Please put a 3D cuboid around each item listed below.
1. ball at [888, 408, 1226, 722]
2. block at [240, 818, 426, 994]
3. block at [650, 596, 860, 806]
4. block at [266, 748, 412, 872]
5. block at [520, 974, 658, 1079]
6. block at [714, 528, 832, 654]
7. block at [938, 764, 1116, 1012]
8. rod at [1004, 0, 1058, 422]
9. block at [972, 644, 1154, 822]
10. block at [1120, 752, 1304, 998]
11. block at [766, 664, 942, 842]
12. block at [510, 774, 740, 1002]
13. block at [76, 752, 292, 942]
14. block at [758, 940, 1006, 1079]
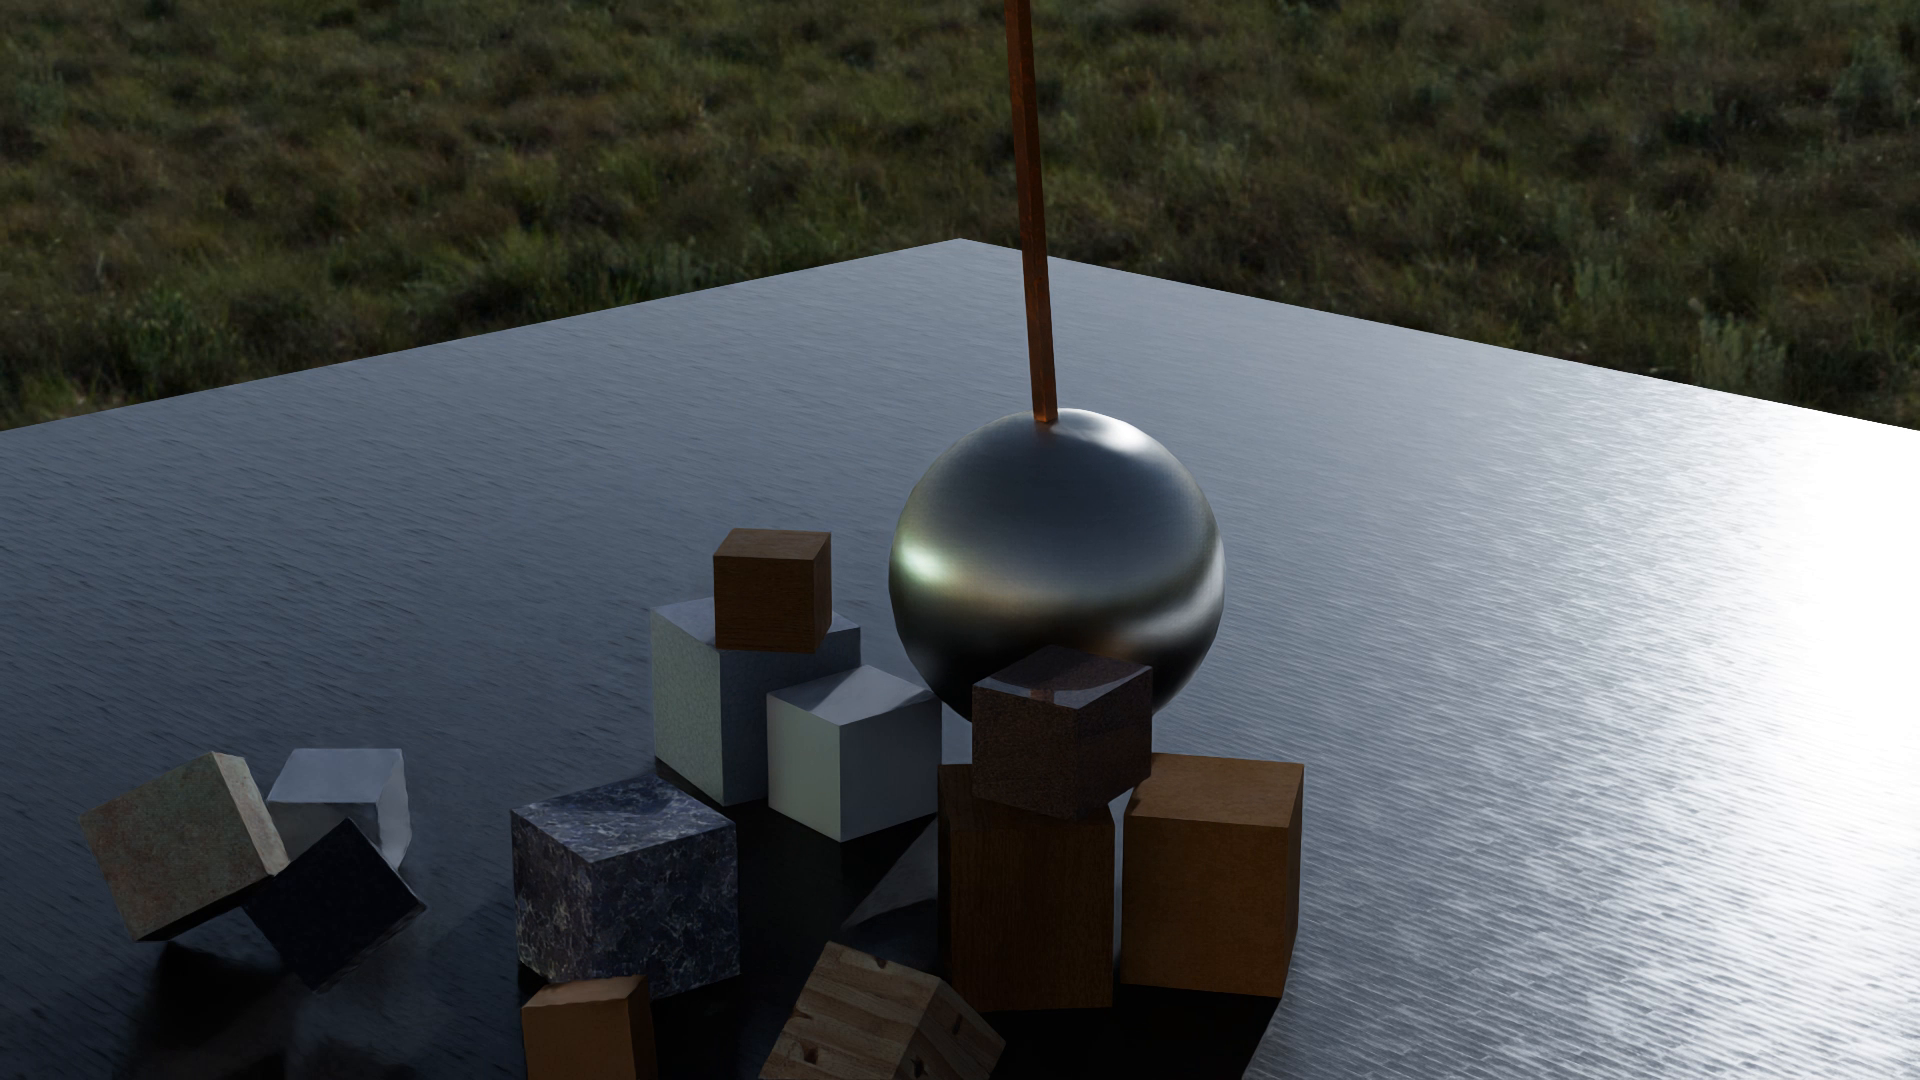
[{"bbox_3d":[0.459,0.176,13.878,1.600,1.600,1.600,0,17,0],"label":"ball"},{"bbox_3d":[-2.542,1.492,11.932,0.545,0.453,0.438,-40,-3,-11],"label":"block"},{"bbox_3d":[-1.018,0.759,14.615,0.766,0.789,0.788,-10,20,-29],"label":"block"},{"bbox_3d":[-2.829,1.278,13.382,0.505,0.470,0.485,0,25,4],"label":"block"},{"bbox_3d":[-1.411,1.938,11.222,0.405,0.430,0.445,-6,3,4],"label":"block"},{"bbox_3d":[-0.900,0.242,14.161,0.484,0.470,0.448,2,18,8],"label":"block"},{"bbox_3d":[0.268,1.451,12.366,0.670,0.817,0.717,-1,18,-5],"label":"block"},{"bbox_3d":[0.199,-2.971,12.616,0.080,5.200,0.080,17,30,42],"label":"rod"},{"bbox_3d":[0.430,0.799,12.256,0.511,0.492,0.602,11,21,32],"label":"block"},{"bbox_3d":[1.084,1.420,12.543,0.683,0.769,0.721,4,18,11],"label":"block"},{"bbox_3d":[-0.508,1.020,14.118,0.619,0.588,0.572,-14,22,-38],"label":"block"},{"bbox_3d":[-1.419,1.493,12.434,0.693,0.696,0.694,-12,21,-34],"label":"block"},{"bbox_3d":[-3.303,1.317,12.571,0.623,0.581,0.539,-26,-7,-3],"label":"block"},{"bbox_3d":[-0.281,1.924,10.859,0.529,0.585,0.570,13,65,35],"label":"block"}]
